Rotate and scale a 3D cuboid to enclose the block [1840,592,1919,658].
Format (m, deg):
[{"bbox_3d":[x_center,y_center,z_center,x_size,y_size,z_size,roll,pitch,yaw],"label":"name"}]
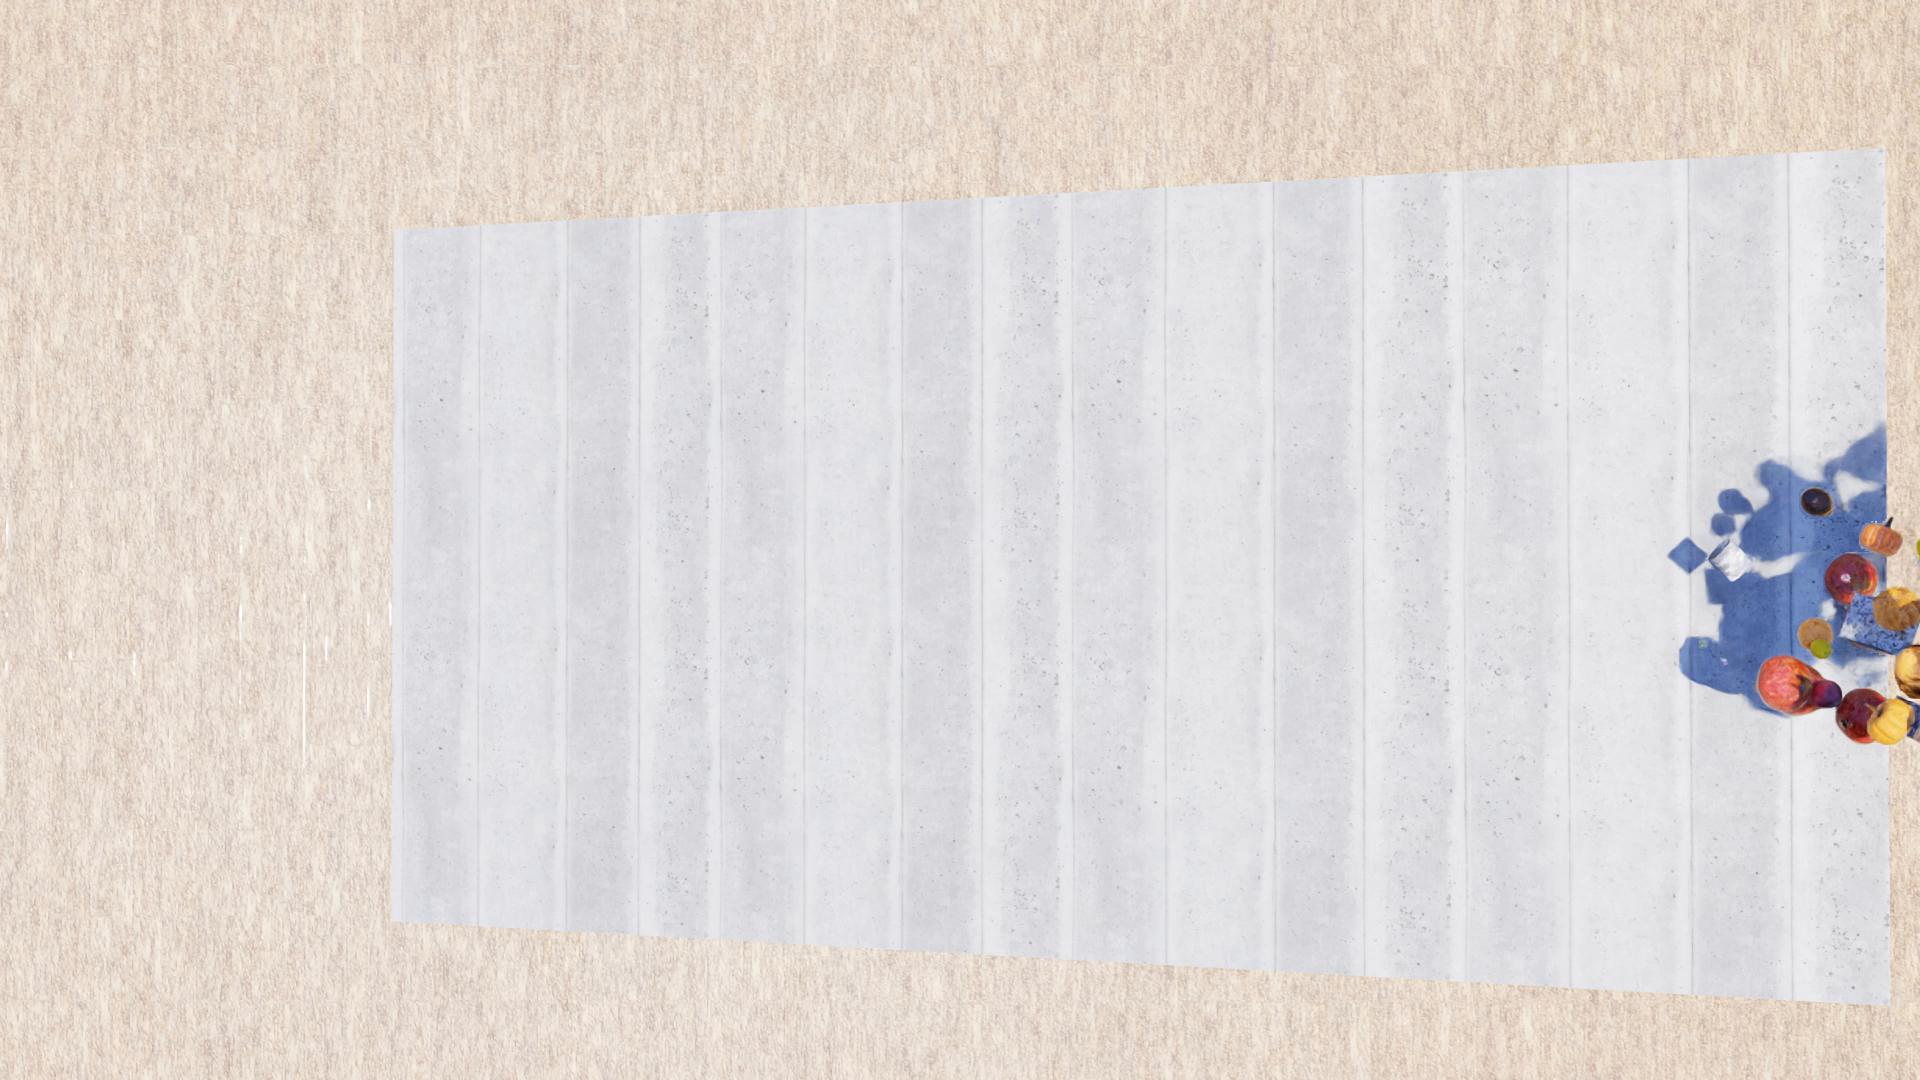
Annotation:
[{"bbox_3d":[1.822,0.169,4.352,0.093,0.093,0.093,19,92,-26],"label":"block"}]

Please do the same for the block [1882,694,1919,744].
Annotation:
[{"bbox_3d":[1.860,0.351,4.316,0.064,0.064,0.064,30,95,37],"label":"block"}]

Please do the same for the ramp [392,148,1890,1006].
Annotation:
[{"bbox_3d":[0.276,0.093,5.792,4.000,0.100,2.000,0,89,18],"label":"ramp"}]

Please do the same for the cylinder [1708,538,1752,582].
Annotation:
[{"bbox_3d":[1.715,0.045,4.897,0.067,0.067,0.067,44,89,0],"label":"cylinder"}]
